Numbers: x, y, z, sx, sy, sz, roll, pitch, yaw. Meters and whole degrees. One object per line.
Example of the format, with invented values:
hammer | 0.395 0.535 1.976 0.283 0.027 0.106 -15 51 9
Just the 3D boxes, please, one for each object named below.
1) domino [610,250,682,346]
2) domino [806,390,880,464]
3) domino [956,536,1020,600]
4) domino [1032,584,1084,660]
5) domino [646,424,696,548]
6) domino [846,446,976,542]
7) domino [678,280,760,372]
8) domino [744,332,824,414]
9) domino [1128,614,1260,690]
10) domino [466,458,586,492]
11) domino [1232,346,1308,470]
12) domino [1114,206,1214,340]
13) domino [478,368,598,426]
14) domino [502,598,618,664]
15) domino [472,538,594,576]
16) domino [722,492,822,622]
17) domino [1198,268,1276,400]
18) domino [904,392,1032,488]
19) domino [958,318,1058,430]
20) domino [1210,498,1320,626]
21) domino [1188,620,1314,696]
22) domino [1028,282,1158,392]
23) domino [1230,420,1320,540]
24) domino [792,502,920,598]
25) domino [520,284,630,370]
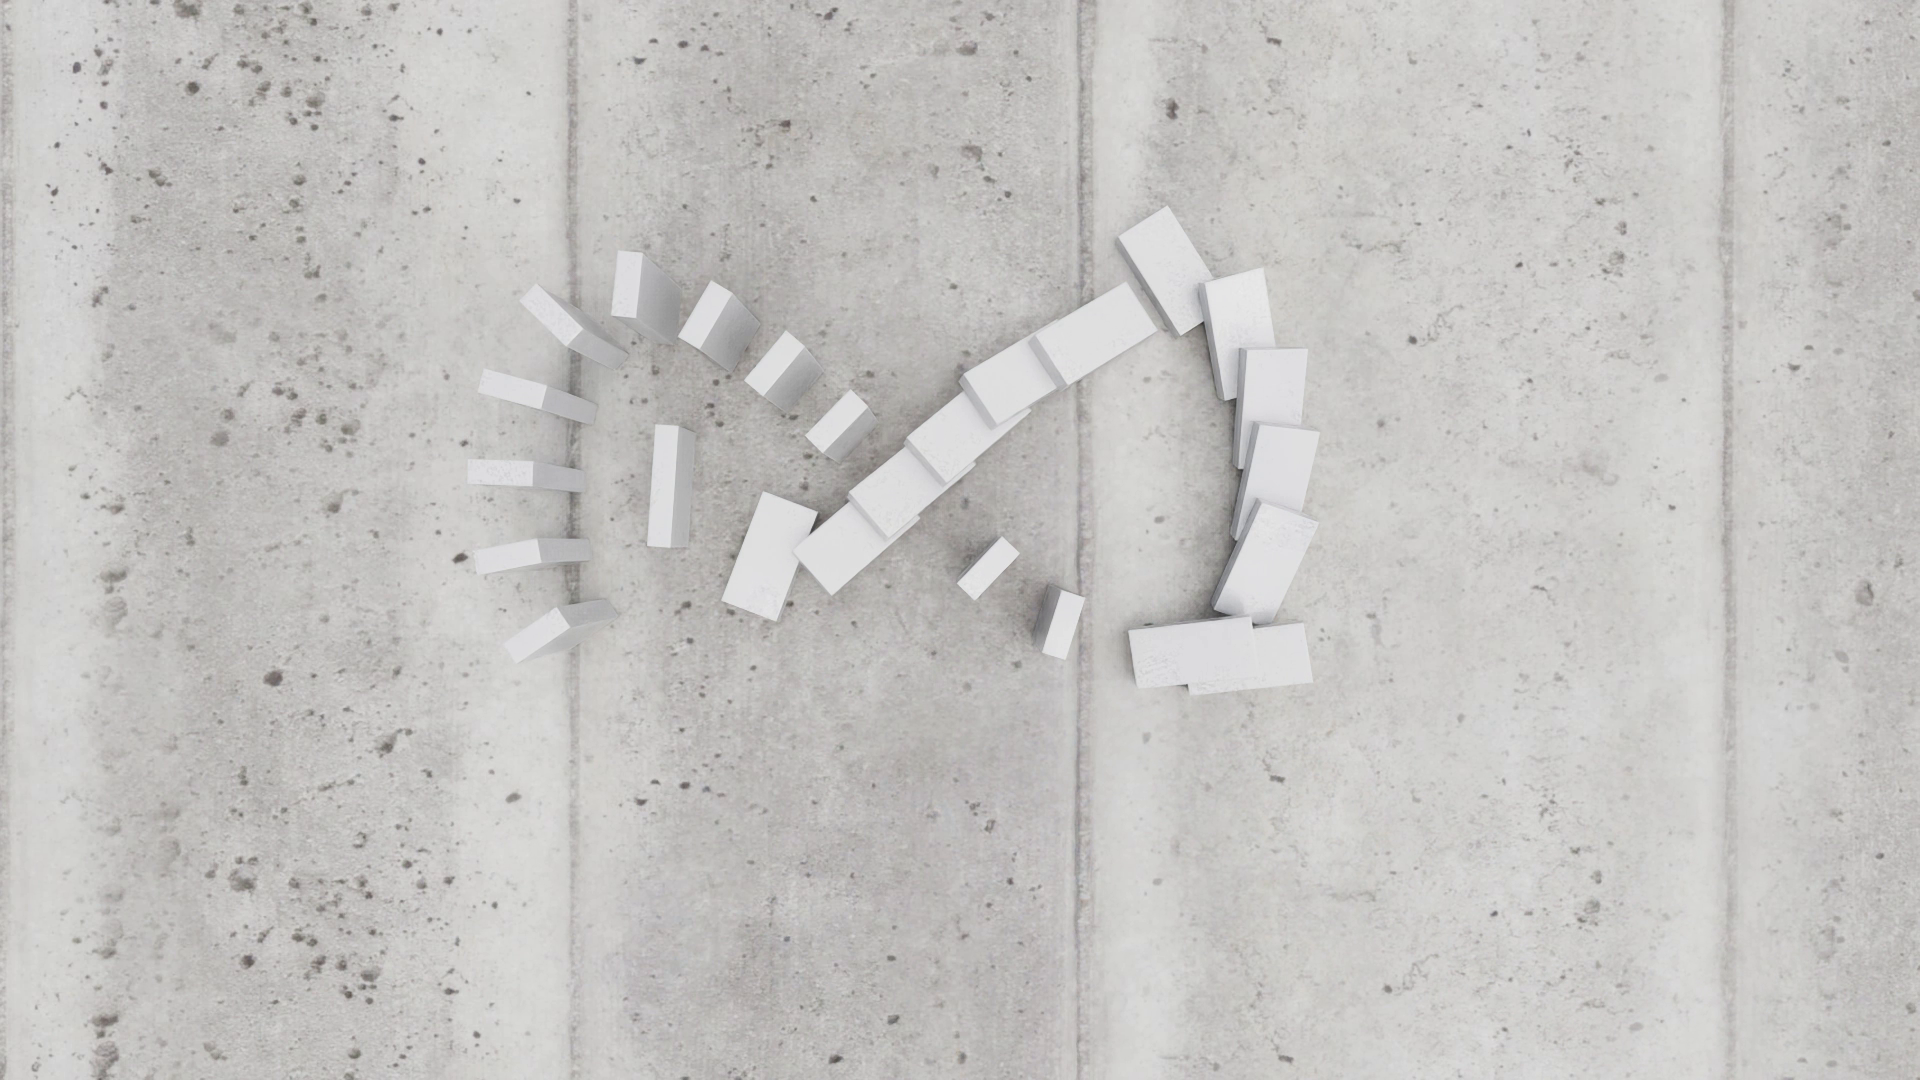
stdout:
domino | -0.127 -0.098 0.375 0.010 0.050 0.025 6 90 0
domino | -0.047 -0.045 0.375 0.009 0.050 0.025 45 90 0
domino | 0.011 0.011 0.375 0.009 0.050 0.025 44 90 0
domino | 0.040 0.033 0.375 0.010 0.050 0.025 18 90 0
domino | -0.122 -0.022 0.388 0.009 0.025 0.050 4 90 0
domino | -0.020 -0.025 0.388 0.050 0.010 0.025 -41 90 -17
domino | -0.097 -0.086 0.375 0.009 0.050 0.025 30 90 0
domino | -0.071 -0.068 0.375 0.009 0.050 0.025 40 90 0
domino | 0.098 0.047 0.385 0.050 0.010 0.025 -9 90 16
domino | -0.176 -0.026 0.375 0.025 0.050 0.010 2 90 0
domino | 0.131 -0.056 0.388 0.025 0.009 0.050 -1 108 0
domino | 0.091 -0.115 0.395 0.025 0.009 0.050 -32 90 0
domino | -0.171 -0.058 0.375 0.025 0.050 0.009 15 90 0
domino | -0.162 0.037 0.375 0.025 0.050 0.010 -34 90 0
domino | -0.173 0.006 0.375 0.025 0.050 0.010 -11 90 0
domino | -0.081 0.007 0.395 0.025 0.010 0.050 21 90 0
domino | 0.119 -0.087 0.388 0.025 0.010 0.050 -15 106 0
domino | 0.003 -0.048 0.388 0.050 0.009 0.025 -41 90 -17
domino | 0.027 -0.070 0.388 0.050 0.010 0.025 -33 89 -17
domino | 0.128 0.010 0.388 0.025 0.009 0.050 19 108 0
domino | 0.121 0.050 0.389 0.050 0.010 0.025 -9 90 16
domino | 0.056 -0.086 0.388 0.050 0.009 0.025 -33 90 -17
domino | 0.133 -0.024 0.388 0.025 0.009 0.050 7 108 0
domino | -0.044 -0.002 0.390 0.050 0.009 0.025 -42 90 -13
domino | -0.156 -0.086 0.375 0.025 0.050 0.010 44 90 0
